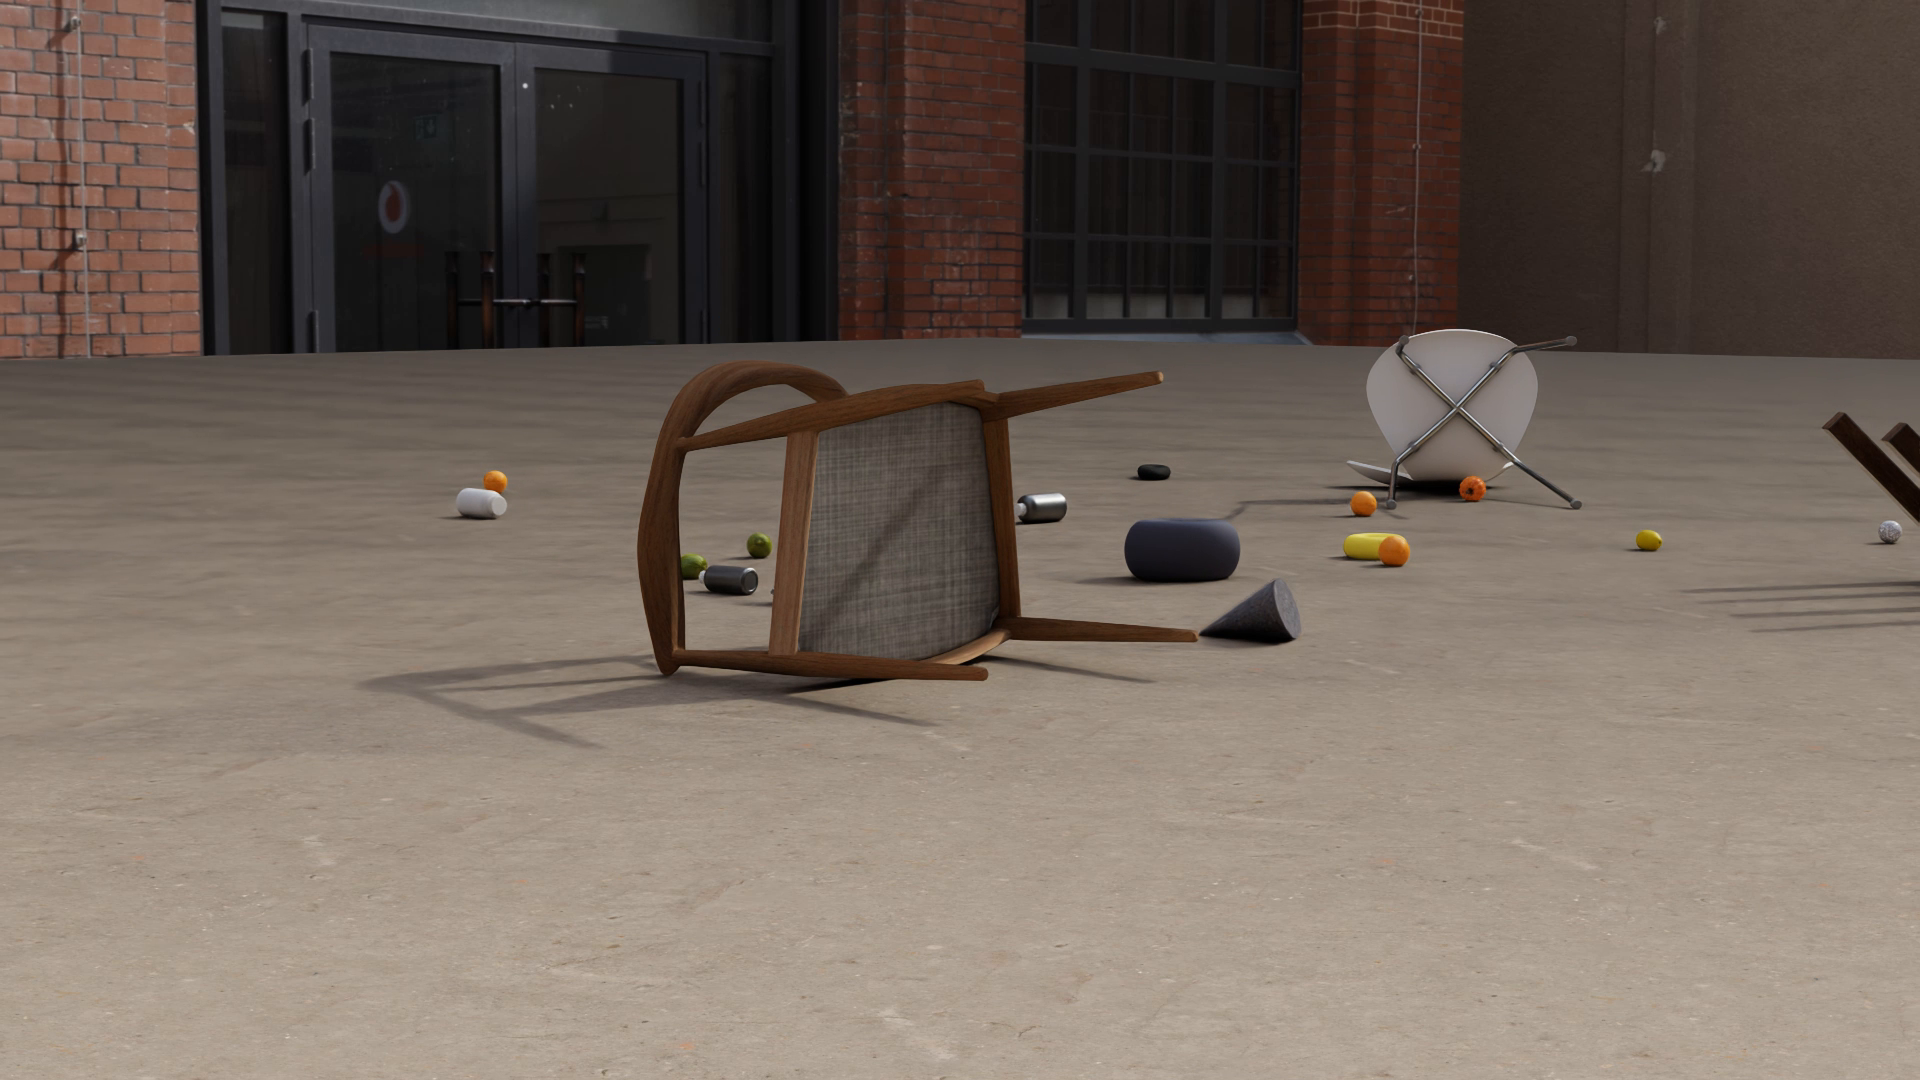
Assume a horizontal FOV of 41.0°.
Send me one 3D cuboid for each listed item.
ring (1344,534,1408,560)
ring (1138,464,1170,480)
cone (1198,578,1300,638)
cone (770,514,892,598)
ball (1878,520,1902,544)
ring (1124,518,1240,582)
[{"bbox_3d":[0.972,0.016,6.003,0.150,0.054,0.117,1,7,18],"label":"ring"},{"bbox_3d":[0.634,-0.222,8.381,0.109,0.040,0.236,2,5,4],"label":"ring"},{"bbox_3d":[0.514,0.150,4.688,0.179,0.114,0.149,-17,-16,20],"label":"cone"},{"bbox_3d":[-0.268,0.022,5.213,0.251,0.162,0.129,-3,-19,-12],"label":"cone"},{"bbox_3d":[2.295,-0.020,6.332,0.057,0.057,0.057,0,6,0],"label":"ball"},{"bbox_3d":[0.486,0.020,5.599,0.261,0.129,0.192,-1,4,-17],"label":"ring"}]
